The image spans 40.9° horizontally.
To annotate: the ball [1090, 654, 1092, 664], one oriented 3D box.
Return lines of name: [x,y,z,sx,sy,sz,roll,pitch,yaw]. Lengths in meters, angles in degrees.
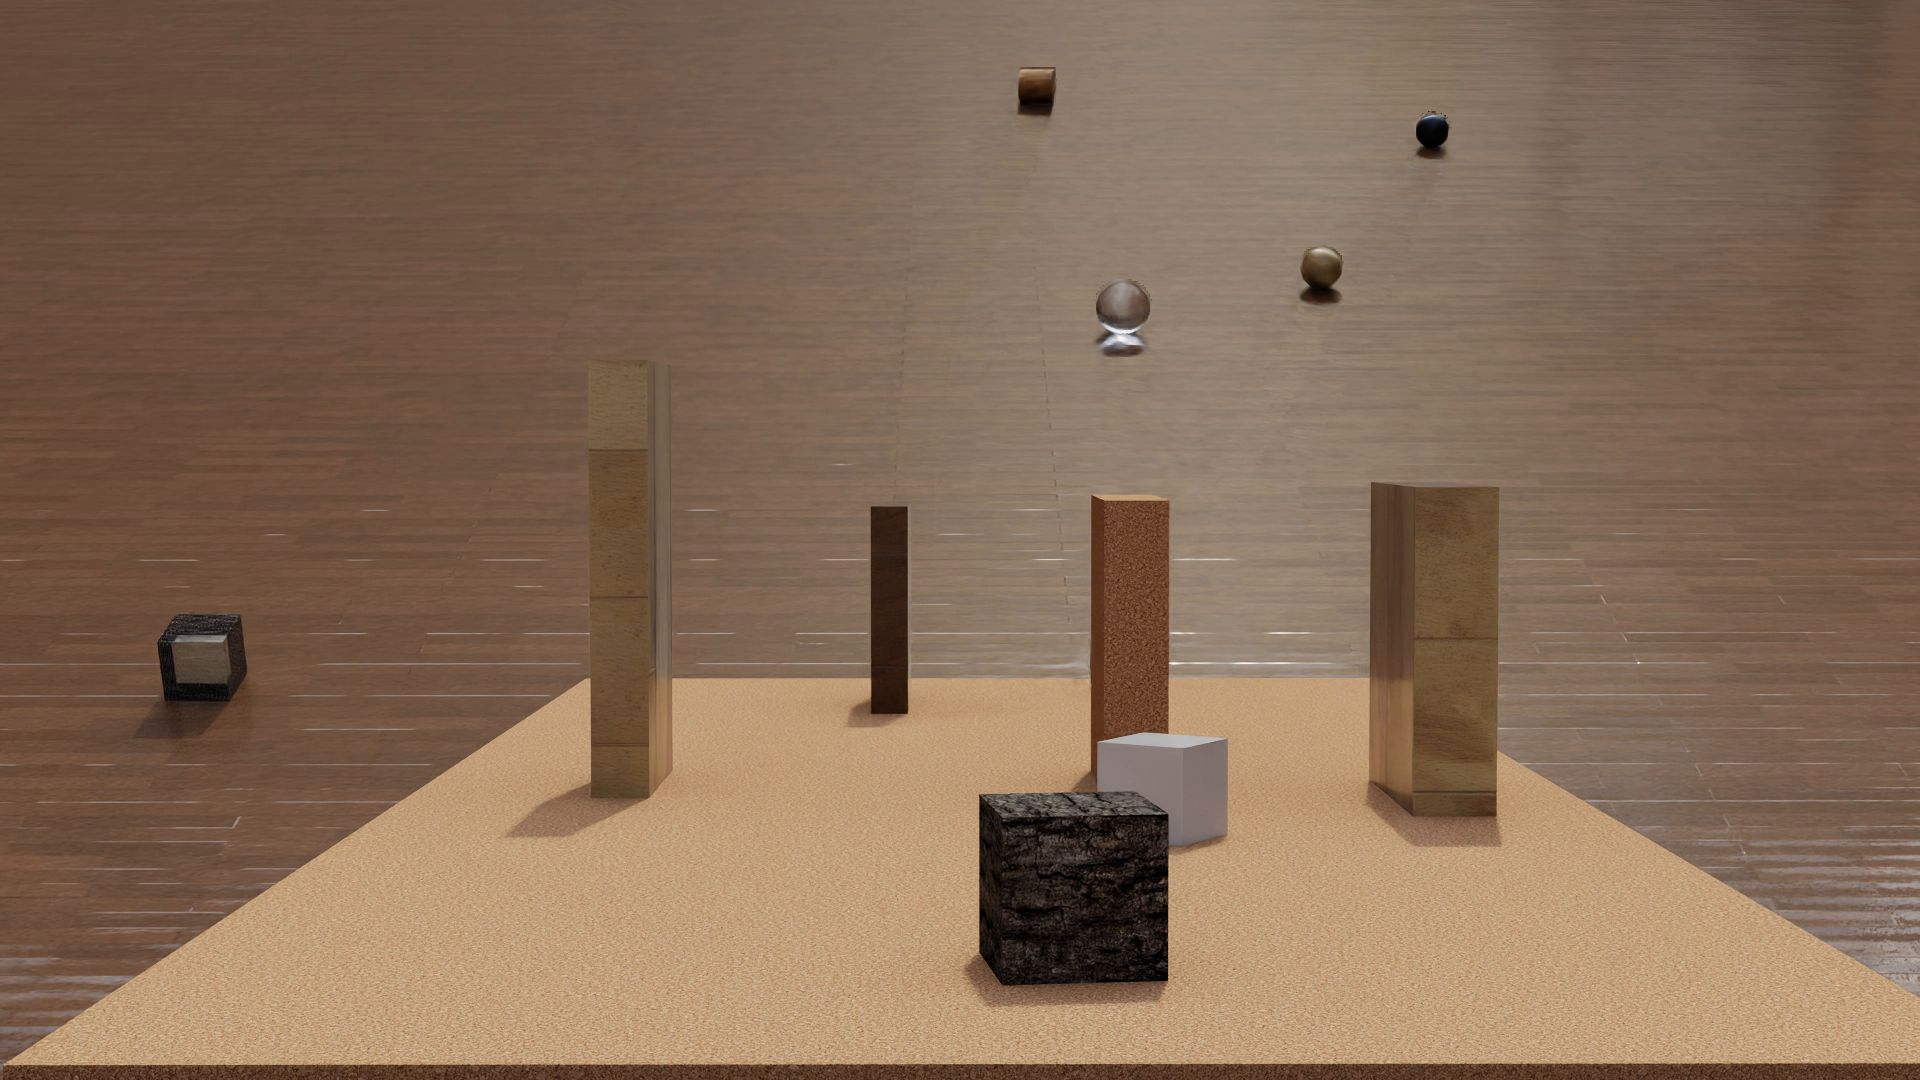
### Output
ball: [0.398,0.311,6.697,0.117,0.117,0.117,0,23,0]

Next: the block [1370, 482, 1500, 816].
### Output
block: [0.802,0.172,4.388,0.136,0.534,0.444,0,2,0]

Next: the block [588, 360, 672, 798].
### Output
block: [-0.580,0.060,4.559,0.099,0.746,0.363,0,2,0]

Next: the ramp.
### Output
ramp: [0.053,0.484,4.539,2.000,0.100,4.000,0,2,0]

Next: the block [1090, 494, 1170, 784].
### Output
block: [0.297,0.179,4.546,0.109,0.509,0.417,0,2,0]

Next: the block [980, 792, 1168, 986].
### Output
block: [0.130,0.402,3.002,0.190,0.190,0.190,0,2,-7]

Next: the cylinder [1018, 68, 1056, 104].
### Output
cylinder: [0.374,-2.206,12.515,0.164,0.164,0.164,3,23,7]

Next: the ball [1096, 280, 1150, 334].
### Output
ball: [0.589,-0.838,9.300,0.194,0.194,0.194,0,23,0]

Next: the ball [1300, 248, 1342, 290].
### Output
ball: [1.376,-1.034,9.803,0.158,0.158,0.158,0,23,0]

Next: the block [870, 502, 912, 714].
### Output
block: [-0.157,0.147,5.900,0.082,0.460,0.402,0,2,0]

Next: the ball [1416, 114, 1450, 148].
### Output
ball: [2.157,-1.869,11.755,0.152,0.152,0.152,0,23,0]

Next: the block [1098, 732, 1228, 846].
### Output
block: [0.313,0.383,3.976,0.148,0.148,0.148,1,3,33]

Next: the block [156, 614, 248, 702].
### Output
block: [-1.961,0.304,6.668,0.168,0.168,0.168,0,23,1]
